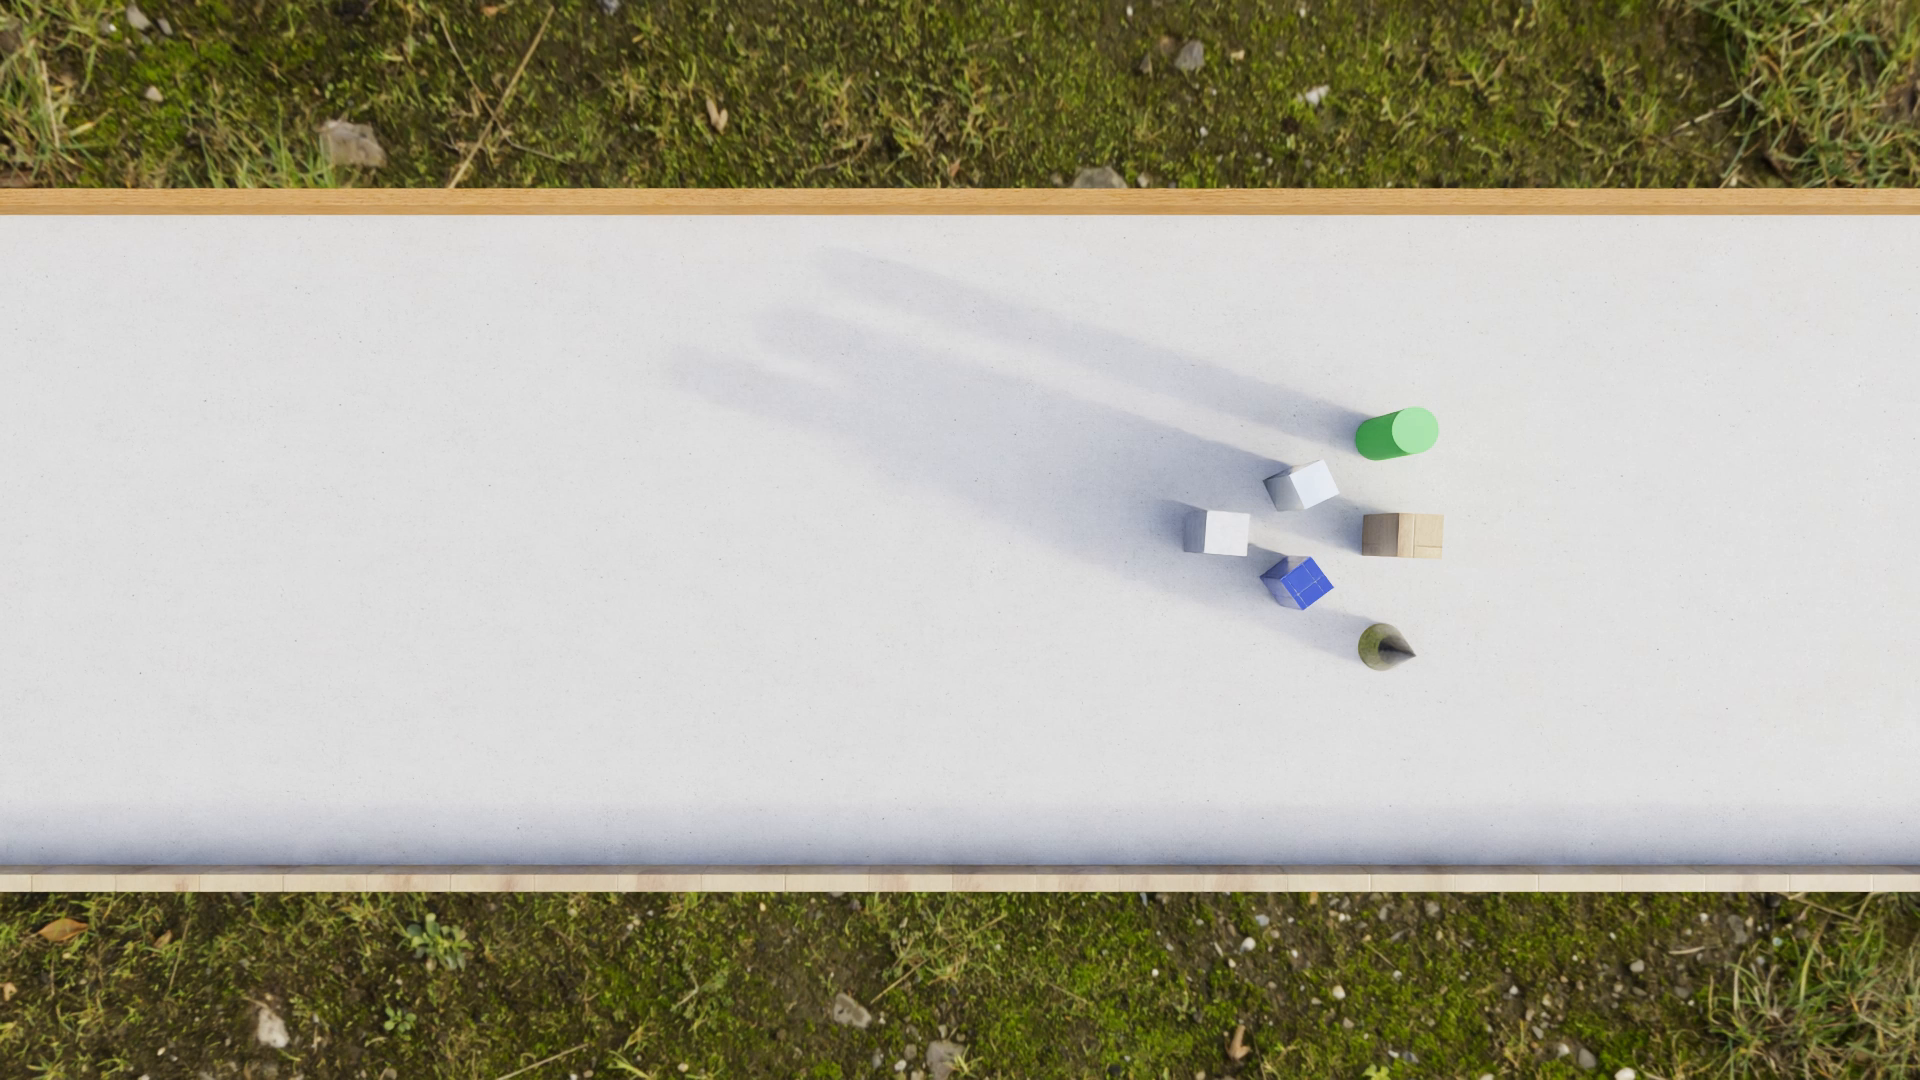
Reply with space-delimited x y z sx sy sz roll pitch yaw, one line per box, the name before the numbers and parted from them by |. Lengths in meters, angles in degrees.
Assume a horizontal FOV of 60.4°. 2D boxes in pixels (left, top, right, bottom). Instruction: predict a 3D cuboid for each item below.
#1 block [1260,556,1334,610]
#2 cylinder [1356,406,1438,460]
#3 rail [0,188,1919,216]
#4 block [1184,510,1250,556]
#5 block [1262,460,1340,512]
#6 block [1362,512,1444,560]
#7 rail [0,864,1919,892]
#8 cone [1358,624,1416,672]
block | 0.999 0.125 4.912 0.112 0.329 0.112 -37 90 0
cylinder | 1.282 -0.309 4.860 0.132 0.434 0.132 0 90 0
rail | -2.247 -1.025 5.002 12.000 0.150 0.050 0 90 0
block | 0.753 -0.018 4.866 0.119 0.421 0.119 4 90 0
block | 1.002 -0.158 4.869 0.107 0.414 0.107 -25 90 0
block | 1.301 -0.011 4.867 0.126 0.418 0.126 3 90 0
rail | -2.247 1.025 5.001 12.000 0.150 0.050 0 90 0
cone | 1.299 0.330 4.882 0.149 0.389 0.149 0 90 0
